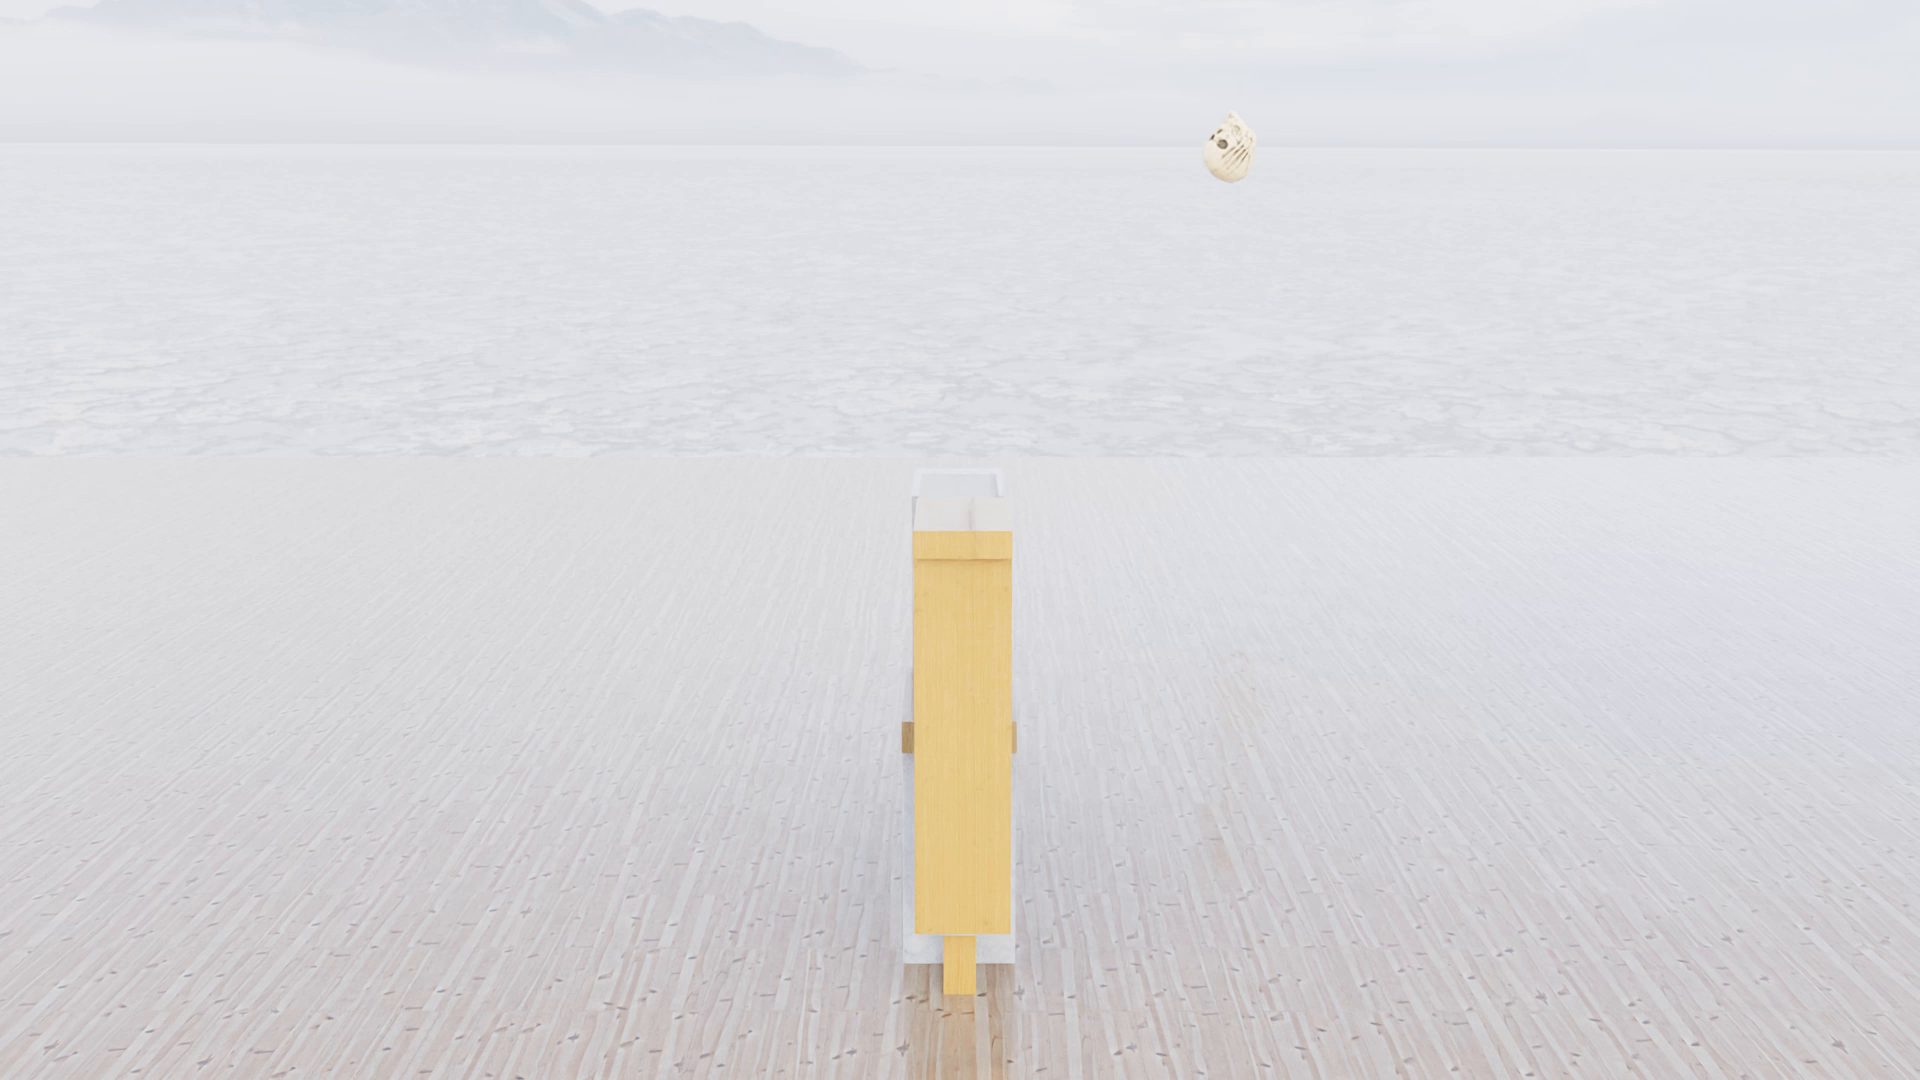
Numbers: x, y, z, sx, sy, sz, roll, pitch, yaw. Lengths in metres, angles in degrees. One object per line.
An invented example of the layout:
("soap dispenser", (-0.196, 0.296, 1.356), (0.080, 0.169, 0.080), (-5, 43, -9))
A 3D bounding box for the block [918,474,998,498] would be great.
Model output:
("block", (-0.002, -0.071, 3.602), (0.127, 0.036, 0.254), (0, 11, 0))

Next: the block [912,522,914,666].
("block", (-0.004, 0.114, 3.824), (0.157, 0.314, 0.044), (0, 11, 0))

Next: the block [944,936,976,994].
("block", (0.000, 0.622, 3.238), (0.047, 0.094, 0.013), (0, 11, 0))

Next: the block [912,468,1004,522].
("block", (-0.004, -0.081, 3.894), (0.157, 0.044, 0.314), (0, 11, 0))

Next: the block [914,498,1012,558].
("block", (0.004, -0.019, 3.188), (0.138, 0.039, 0.276), (0, 11, 0))

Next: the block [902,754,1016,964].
("block", (-0.001, 0.475, 3.354), (0.171, 0.342, 0.048), (0, 11, 0))

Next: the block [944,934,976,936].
("block", (0.000, 0.563, 3.260), (0.047, 0.013, 0.095), (0, 11, 0))

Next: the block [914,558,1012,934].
("block", (0.004, 0.292, 3.152), (0.138, 0.559, 0.039), (0, 11, 0))

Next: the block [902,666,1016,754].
("block", (-0.001, 0.262, 3.431), (0.171, 0.048, 0.342), (0, 11, 0))
